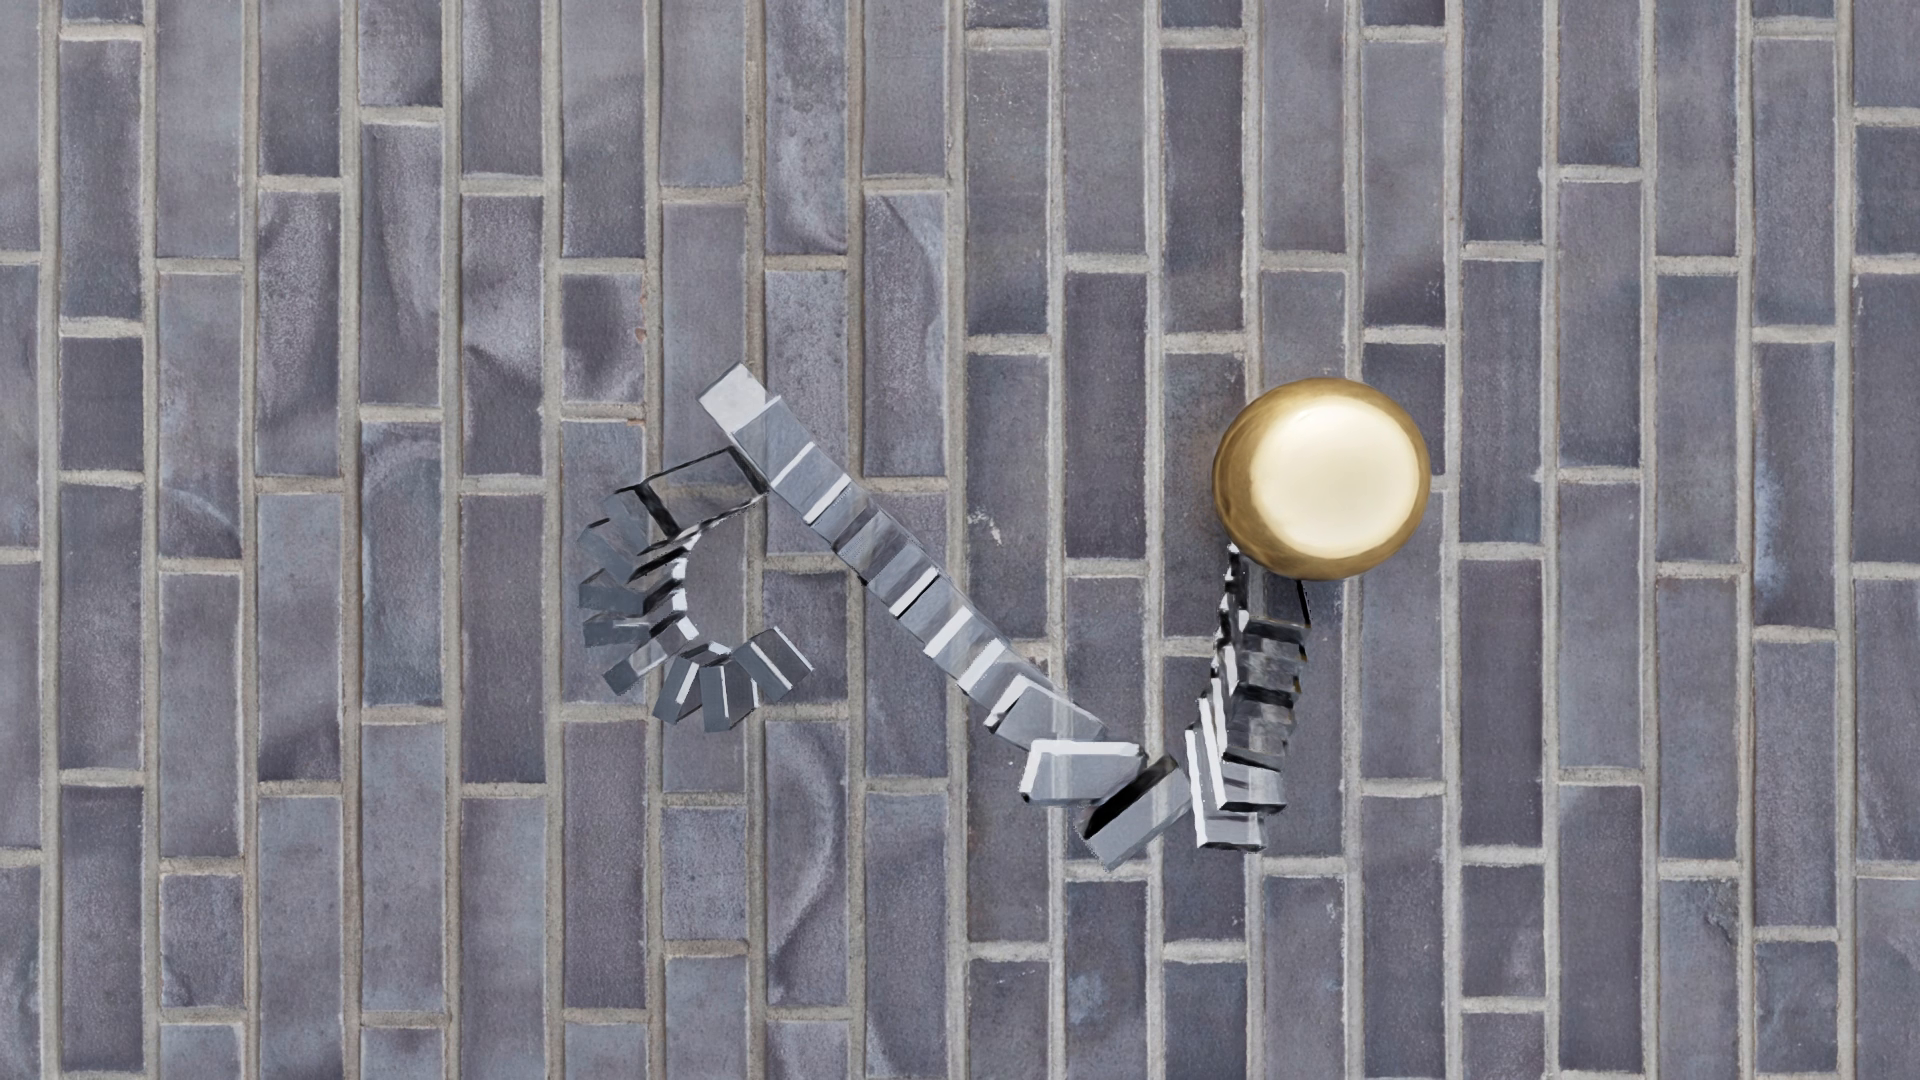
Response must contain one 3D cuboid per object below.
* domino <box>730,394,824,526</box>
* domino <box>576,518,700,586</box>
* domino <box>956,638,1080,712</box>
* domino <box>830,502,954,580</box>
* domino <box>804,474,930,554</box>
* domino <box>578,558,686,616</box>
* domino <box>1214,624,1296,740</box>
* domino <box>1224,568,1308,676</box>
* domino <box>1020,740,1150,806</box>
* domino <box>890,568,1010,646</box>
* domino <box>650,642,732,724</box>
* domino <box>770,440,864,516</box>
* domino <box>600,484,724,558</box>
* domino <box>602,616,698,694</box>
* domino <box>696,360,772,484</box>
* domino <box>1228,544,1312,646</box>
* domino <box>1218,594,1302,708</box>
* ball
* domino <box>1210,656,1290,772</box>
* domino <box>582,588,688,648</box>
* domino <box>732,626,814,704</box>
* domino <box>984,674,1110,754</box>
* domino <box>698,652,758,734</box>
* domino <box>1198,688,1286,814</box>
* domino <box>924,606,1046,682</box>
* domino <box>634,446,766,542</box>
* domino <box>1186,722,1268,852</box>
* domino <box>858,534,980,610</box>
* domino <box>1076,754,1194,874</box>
[{"bbox_3d":[-0.070,-0.033,0.385,0.025,0.010,0.050,-37,114,-2],"label":"domino"},{"bbox_3d":[-0.130,0.000,0.375,0.025,0.050,0.010,42,110,0],"label":"domino"},{"bbox_3d":[0.025,0.065,0.383,0.050,0.009,0.025,40,90,-30],"label":"domino"},{"bbox_3d":[-0.028,0.009,0.381,0.025,0.009,0.050,-45,126,-1],"label":"domino"},{"bbox_3d":[-0.038,-0.002,0.382,0.025,0.010,0.050,-47,126,0],"label":"domino"},{"bbox_3d":[-0.133,0.017,0.375,0.025,0.050,0.010,7,104,0],"label":"domino"},{"bbox_3d":[0.121,0.057,0.378,0.025,0.050,0.010,11,131,0],"label":"domino"},{"bbox_3d":[0.125,0.032,0.378,0.025,0.050,0.010,11,131,0],"label":"domino"},{"bbox_3d":[0.052,0.098,0.384,0.050,0.009,0.025,6,109,-20],"label":"domino"},{"bbox_3d":[-0.003,0.036,0.382,0.025,0.009,0.050,-46,123,0],"label":"domino"},{"bbox_3d":[-0.109,0.057,0.375,0.009,0.050,0.025,23,90,0],"label":"domino"},{"bbox_3d":[-0.052,-0.015,0.385,0.025,0.009,0.050,-46,114,0],"label":"domino"},{"bbox_3d":[-0.121,-0.012,0.375,0.010,0.050,0.025,-33,90,25],"label":"domino"},{"bbox_3d":[-0.125,0.046,0.375,0.025,0.050,0.009,-35,96,0],"label":"domino"},{"bbox_3d":[-0.087,-0.050,0.395,0.025,0.010,0.050,-41,90,0],"label":"domino"},{"bbox_3d":[0.127,0.020,0.378,0.025,0.050,0.009,11,131,0],"label":"domino"},{"bbox_3d":[0.123,0.045,0.378,0.025,0.050,0.010,11,131,0],"label":"domino"},{"bbox_3d":[0.140,-0.023,0.360,0.080,0.080,0.080,0,90,0],"label":"ball"},{"bbox_3d":[0.119,0.070,0.378,0.025,0.050,0.010,11,131,0],"label":"domino"},{"bbox_3d":[-0.132,0.031,0.375,0.025,0.050,0.009,-5,99,0],"label":"domino"},{"bbox_3d":[-0.076,0.050,0.375,0.009,0.050,0.025,-42,90,0],"label":"domino"},{"bbox_3d":[0.037,0.078,0.382,0.050,0.010,0.025,32,95,-30],"label":"domino"},{"bbox_3d":[-0.094,0.061,0.375,0.009,0.050,0.025,-6,90,0],"label":"domino"},{"bbox_3d":[0.116,0.087,0.380,0.025,0.010,0.050,5,52,-6],"label":"domino"},{"bbox_3d":[0.011,0.052,0.383,0.025,0.010,0.050,-48,121,0],"label":"domino"},{"bbox_3d":[-0.106,-0.020,0.377,0.010,0.050,0.025,-35,90,36],"label":"domino"},{"bbox_3d":[0.110,0.102,0.381,0.025,0.010,0.050,6,56,-6],"label":"domino"},{"bbox_3d":[-0.017,0.022,0.382,0.025,0.010,0.050,-45,126,-1],"label":"domino"},{"bbox_3d":[0.076,0.115,0.387,0.050,0.010,0.025,-37,121,-5],"label":"domino"}]
